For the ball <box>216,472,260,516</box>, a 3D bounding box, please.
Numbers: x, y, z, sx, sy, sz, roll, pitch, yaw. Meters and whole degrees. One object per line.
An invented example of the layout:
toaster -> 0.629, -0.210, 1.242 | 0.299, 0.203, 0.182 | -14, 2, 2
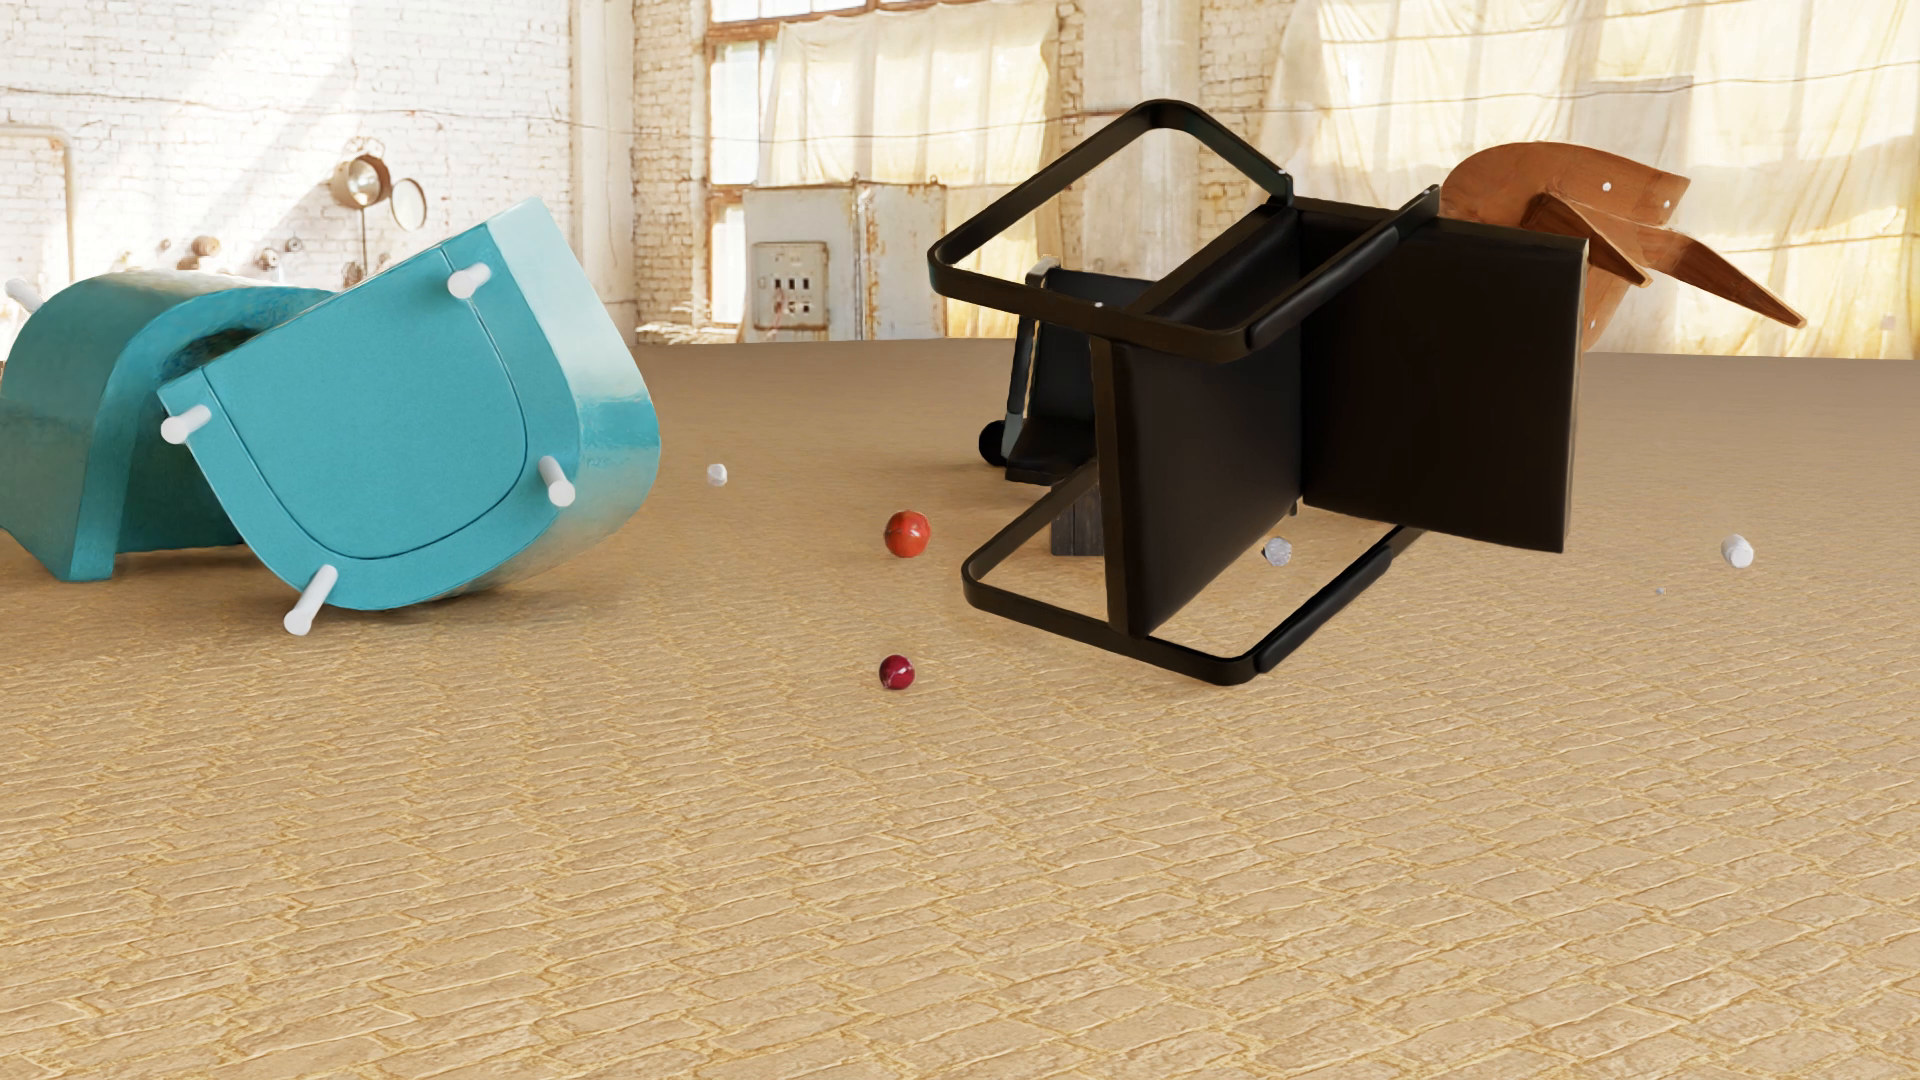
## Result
ball -> -1.988, -0.127, 7.066 | 0.118, 0.118, 0.118 | 0, 6, 0

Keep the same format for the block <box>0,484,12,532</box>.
block -> -2.430, -0.090, 6.194 | 0.181, 0.180, 0.146 | -15, -1, 25

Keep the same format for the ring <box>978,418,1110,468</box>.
ring -> 0.295, -0.340, 8.939 | 0.463, 0.159, 0.459 | -2, 5, -9

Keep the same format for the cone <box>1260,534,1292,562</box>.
cone -> 0.705, 0.028, 5.847 | 0.080, 0.067, 0.063 | 9, -22, -19

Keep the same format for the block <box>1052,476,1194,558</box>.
block -> 0.391, -0.057, 6.135 | 0.301, 0.169, 0.238 | 1, 6, 14

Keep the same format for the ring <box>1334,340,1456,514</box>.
ring -> 1.181, -0.304, 6.982 | 0.165, 0.484, 0.405 | -4, 26, -30
